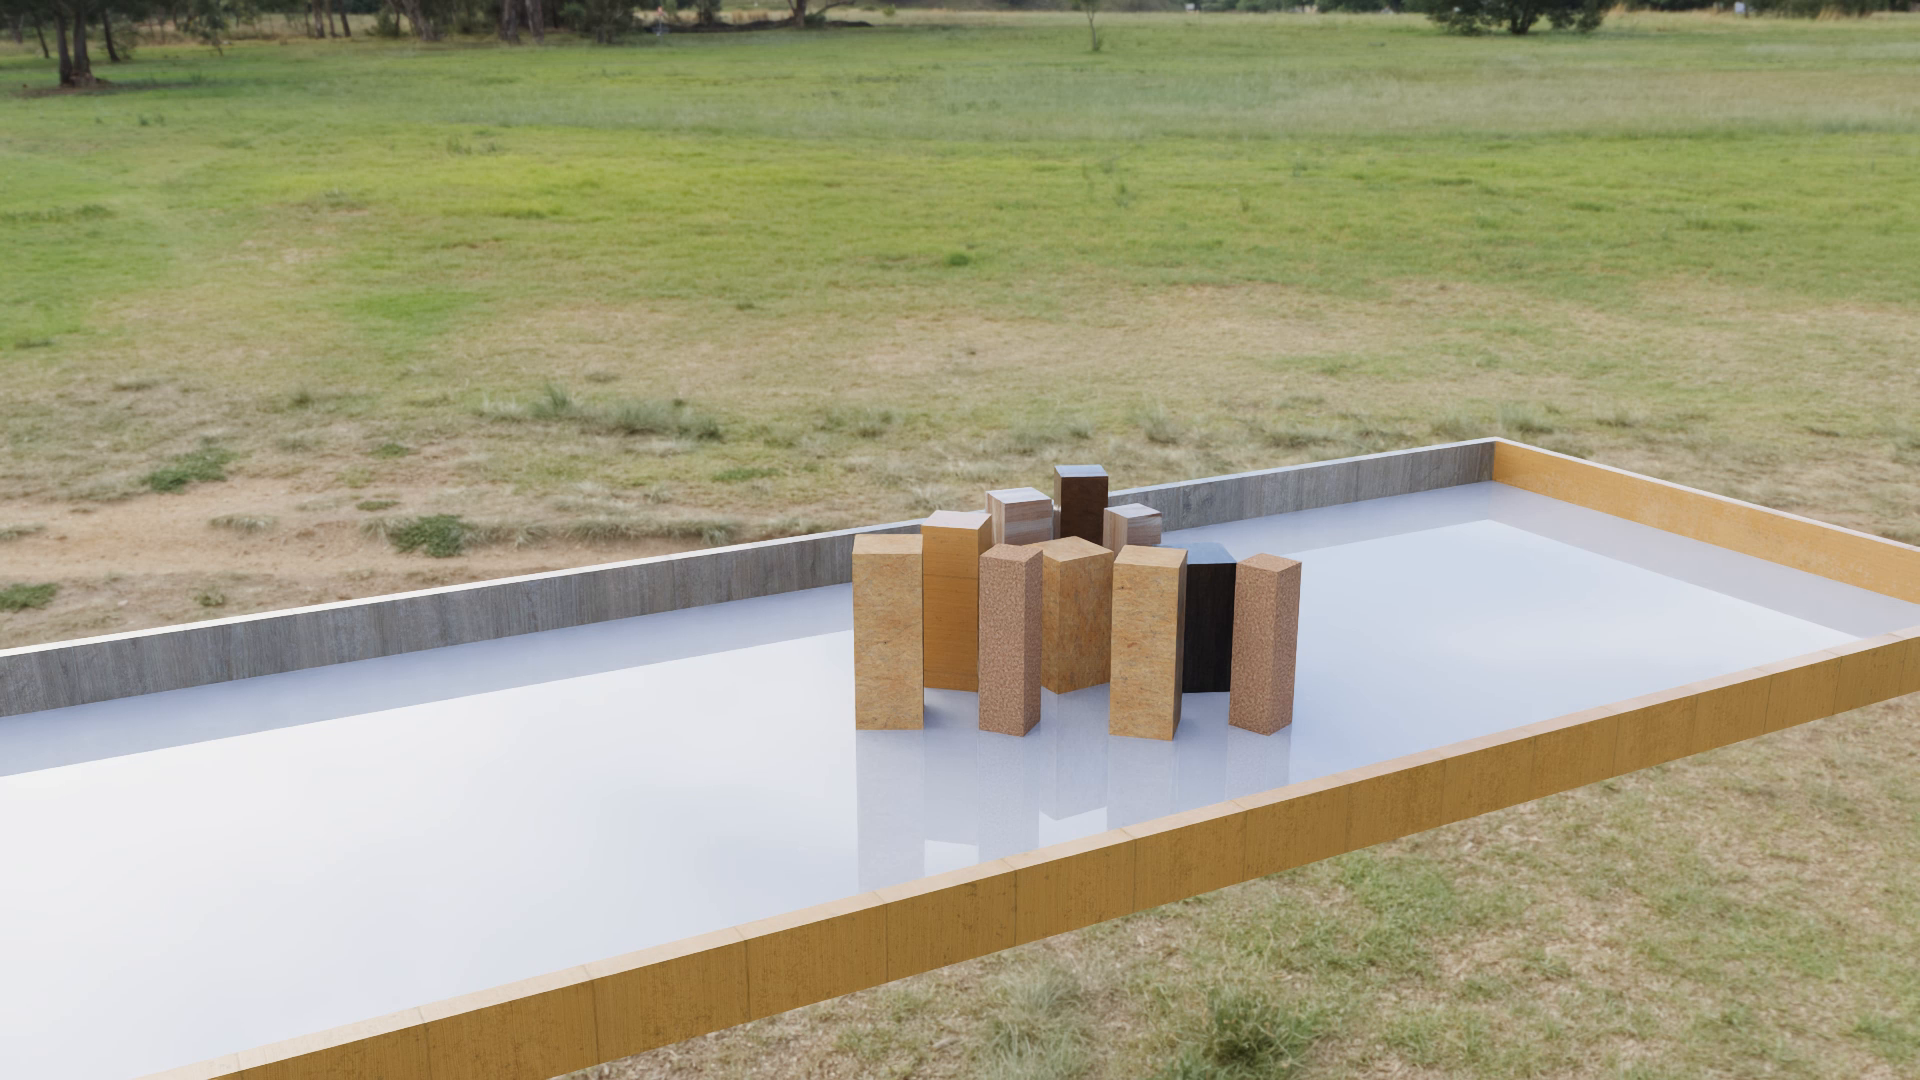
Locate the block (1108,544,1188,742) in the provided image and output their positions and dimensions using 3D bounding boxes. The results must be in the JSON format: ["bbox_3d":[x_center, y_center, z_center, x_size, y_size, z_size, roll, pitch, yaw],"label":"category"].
[{"bbox_3d":[0.435,0.236,3.811,0.147,0.417,0.147,4,17,14],"label":"block"}]

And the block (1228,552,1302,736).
[{"bbox_3d":[0.707,0.242,3.827,0.108,0.398,0.108,14,21,39],"label":"block"}]

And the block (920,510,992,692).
[{"bbox_3d":[-0.008,0.151,4.099,0.142,0.419,0.142,4,17,14],"label":"block"}]

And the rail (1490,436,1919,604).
[{"bbox_3d":[2.466,-0.048,5.253,0.050,0.150,2.100,-9,18,-27],"label":"rail"}]

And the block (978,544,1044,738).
[{"bbox_3d":[0.117,0.231,3.817,0.111,0.423,0.111,7,18,23],"label":"block"}]

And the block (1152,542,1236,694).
[{"bbox_3d":[0.575,0.193,4.108,0.175,0.333,0.175,-1,16,-5],"label":"block"}]

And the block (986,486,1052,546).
[{"bbox_3d":[0.151,0.086,4.317,0.130,0.421,0.130,-6,18,-20],"label":"block"}]

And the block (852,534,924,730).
[{"bbox_3d":[-0.165,0.215,3.863,0.158,0.429,0.158,0,16,0],"label":"block"}]

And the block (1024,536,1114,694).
[{"bbox_3d":[0.266,0.185,4.119,0.162,0.342,0.162,-10,19,-31],"label":"block"}]

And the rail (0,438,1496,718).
[{"bbox_3d":[-3.305,0.497,3.399,12.000,0.150,0.050,-9,18,-27],"label":"rail"}]

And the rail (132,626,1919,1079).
[{"bbox_3d":[-2.336,1.006,1.665,12.000,0.150,0.050,-9,18,-27],"label":"rail"}]

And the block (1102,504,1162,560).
[{"bbox_3d":[0.446,0.107,4.312,0.107,0.382,0.107,-9,19,-28],"label":"block"}]

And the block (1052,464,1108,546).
[{"bbox_3d":[0.332,0.011,4.579,0.129,0.417,0.129,-2,16,-5],"label":"block"}]
